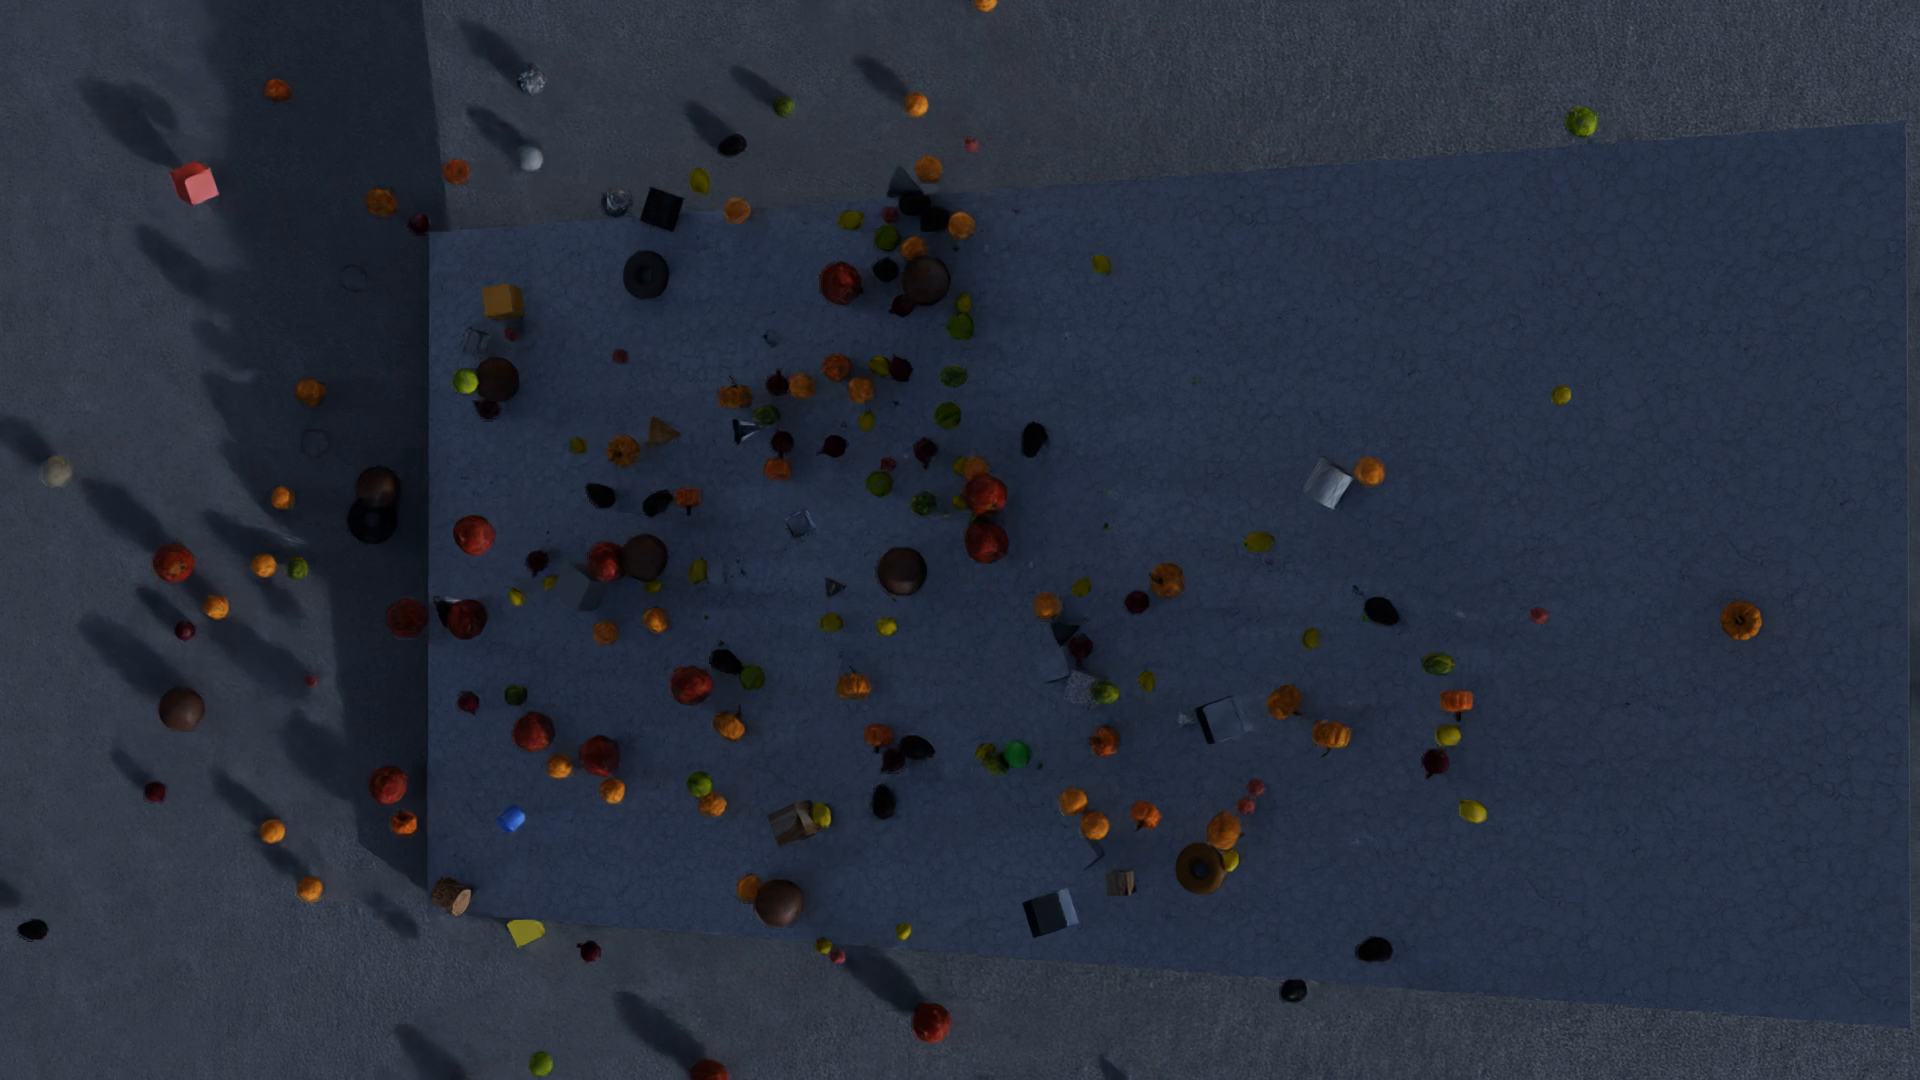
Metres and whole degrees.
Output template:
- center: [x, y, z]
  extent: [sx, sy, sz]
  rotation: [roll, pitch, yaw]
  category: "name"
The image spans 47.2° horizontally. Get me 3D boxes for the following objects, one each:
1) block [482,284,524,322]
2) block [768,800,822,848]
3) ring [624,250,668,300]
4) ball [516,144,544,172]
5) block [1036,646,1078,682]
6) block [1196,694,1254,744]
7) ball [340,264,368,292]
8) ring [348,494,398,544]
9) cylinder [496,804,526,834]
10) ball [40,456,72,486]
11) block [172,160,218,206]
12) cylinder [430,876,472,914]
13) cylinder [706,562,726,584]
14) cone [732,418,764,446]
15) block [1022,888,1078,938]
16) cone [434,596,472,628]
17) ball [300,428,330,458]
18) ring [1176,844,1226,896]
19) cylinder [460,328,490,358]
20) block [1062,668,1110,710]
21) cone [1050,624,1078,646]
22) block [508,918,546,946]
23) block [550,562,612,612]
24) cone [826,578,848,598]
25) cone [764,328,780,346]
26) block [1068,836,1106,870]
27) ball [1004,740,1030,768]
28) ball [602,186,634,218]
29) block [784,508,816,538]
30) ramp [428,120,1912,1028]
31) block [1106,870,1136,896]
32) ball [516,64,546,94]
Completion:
- center: [-1.311, -0.683, 6.314]
  extent: [0.083, 0.083, 0.083]
  rotation: [-10, 85, 11]
  category: "block"
- center: [-0.444, 0.762, 5.915]
  extent: [0.091, 0.091, 0.091]
  rotation: [-26, 79, 22]
  category: "block"
- center: [-0.879, -0.740, 6.152]
  extent: [0.139, 0.046, 0.139]
  rotation: [0, 90, 23]
  category: "ring"
- center: [-1.280, -1.137, 6.538]
  extent: [0.080, 0.080, 0.080]
  rotation: [0, 89, 0]
  category: "ball"
- center: [0.251, 0.317, 5.620]
  extent: [0.075, 0.075, 0.075]
  rotation: [-19, 82, 23]
  category: "block"
- center: [0.653, 0.442, 5.429]
  extent: [0.095, 0.095, 0.095]
  rotation: [-23, 80, 22]
  category: "block"
- center: [-1.802, -0.778, 6.533]
  extent: [0.081, 0.081, 0.081]
  rotation: [0, 89, 0]
  category: "ball"
- center: [-1.747, -0.062, 6.540]
  extent: [0.148, 0.049, 0.148]
  rotation: [0, 87, -1]
  category: "ring"
- center: [-1.276, 0.794, 6.250]
  extent: [0.059, 0.059, 0.059]
  rotation: [42, 61, 0]
  category: "cylinder"
- center: [-2.680, -0.205, 6.522]
  extent: [0.090, 0.090, 0.090]
  rotation: [0, 89, 0]
  category: "ball"
- center: [-2.255, -1.052, 6.480]
  extent: [0.086, 0.086, 0.086]
  rotation: [-32, 133, -30]
  category: "block"
- center: [-1.475, 1.031, 6.376]
  extent: [0.082, 0.082, 0.082]
  rotation: [23, 89, 22]
  category: "cylinder"
- center: [-0.669, 0.090, 6.042]
  extent: [0.055, 0.055, 0.055]
  rotation: [-1, 91, 0]
  category: "cylinder"
- center: [-0.577, -0.303, 6.018]
  extent: [0.080, 0.080, 0.080]
  rotation: [-9, 89, -3]
  category: "cone"
- center: [0.231, 0.951, 5.612]
  extent: [0.093, 0.093, 0.093]
  rotation: [-22, 81, 22]
  category: "block"
- center: [-1.465, 0.194, 6.402]
  extent: [0.096, 0.096, 0.096]
  rotation: [-20, 89, -4]
  category: "cone"
- center: [-1.915, -0.288, 6.526]
  extent: [0.084, 0.084, 0.084]
  rotation: [0, 89, 0]
  category: "ball"
- center: [0.600, 0.820, 5.477]
  extent: [0.130, 0.043, 0.130]
  rotation: [0, 90, 23]
  category: "ring"
- center: [-1.401, -0.570, 6.360]
  extent: [0.067, 0.067, 0.067]
  rotation: [22, 97, 0]
  category: "cylinder"
- center: [0.321, 0.378, 5.586]
  extent: [0.080, 0.080, 0.080]
  rotation: [21, 98, 23]
  category: "block"
- center: [0.277, 0.232, 5.634]
  extent: [0.067, 0.067, 0.067]
  rotation: [-24, 89, -11]
  category: "cone"
- center: [-1.284, 1.149, 6.512]
  extent: [0.077, 0.077, 0.077]
  rotation: [-25, 89, 0]
  category: "block"
- center: [-1.068, 0.132, 6.196]
  extent: [0.100, 0.100, 0.100]
  rotation: [33, 102, 21]
  category: "block"
- center: [-0.331, 0.128, 5.909]
  extent: [0.057, 0.057, 0.057]
  rotation: [-4, 89, -3]
  category: "cone"
- center: [-0.524, -0.553, 5.989]
  extent: [0.050, 0.050, 0.050]
  rotation: [0, 89, 24]
  category: "cone"
- center: [0.324, 0.797, 5.591]
  extent: [0.058, 0.058, 0.058]
  rotation: [-43, 73, 18]
  category: "block"
- center: [0.147, 0.550, 5.650]
  extent: [0.070, 0.070, 0.070]
  rotation: [0, 89, 0]
  category: "ball"
- center: [-0.962, -0.950, 6.181]
  extent: [0.089, 0.089, 0.089]
  rotation: [0, 89, 0]
  category: "ball"
- center: [-0.430, -0.044, 5.908]
  extent: [0.056, 0.056, 0.056]
  rotation: [-24, 96, 10]
  category: "block"
- center: [0.283, 0.083, 5.704]
  extent: [4.000, 0.100, 2.000]
  rotation: [0, 89, 24]
  category: "ramp"
- center: [0.406, 0.865, 5.554]
  extent: [0.057, 0.057, 0.057]
  rotation: [-5, 87, 24]
  category: "block"
- center: [-1.275, -1.369, 6.536]
  extent: [0.090, 0.090, 0.090]
  rotation: [0, 89, 0]
  category: "ball"
